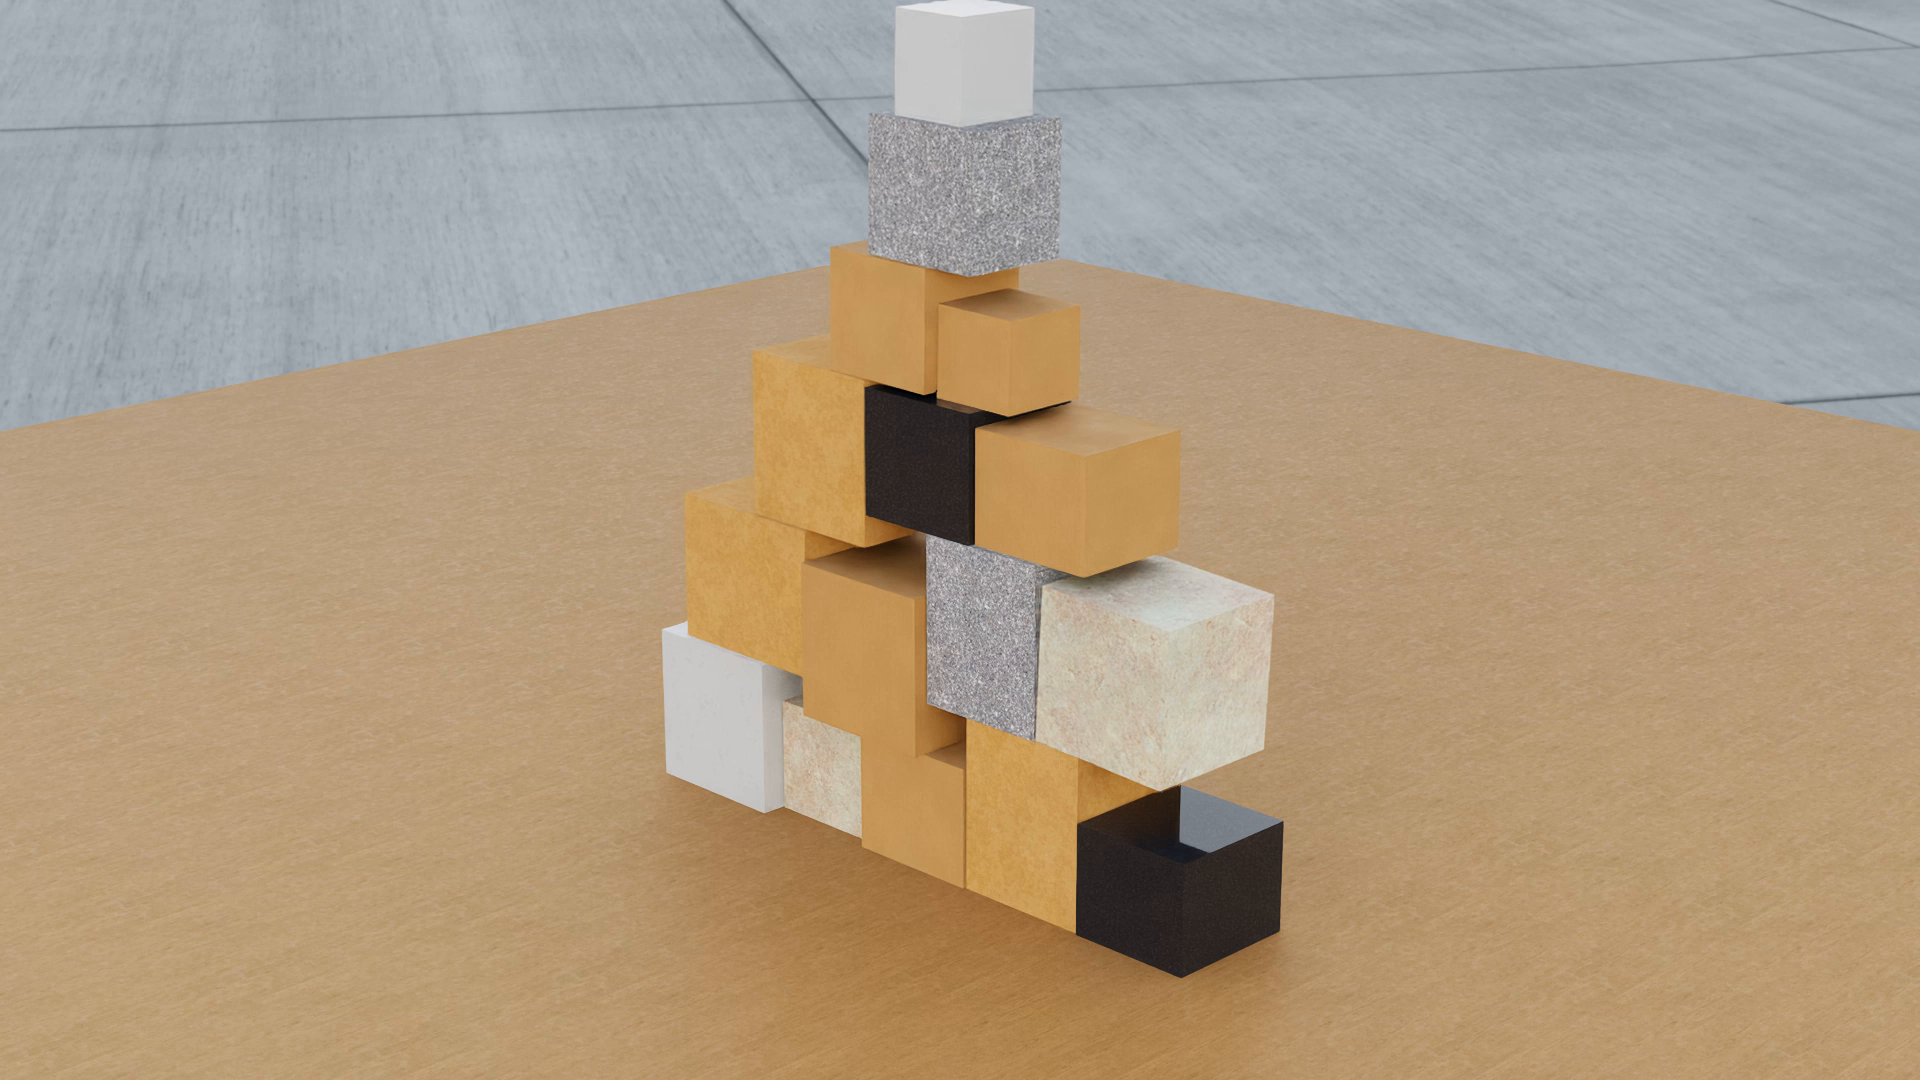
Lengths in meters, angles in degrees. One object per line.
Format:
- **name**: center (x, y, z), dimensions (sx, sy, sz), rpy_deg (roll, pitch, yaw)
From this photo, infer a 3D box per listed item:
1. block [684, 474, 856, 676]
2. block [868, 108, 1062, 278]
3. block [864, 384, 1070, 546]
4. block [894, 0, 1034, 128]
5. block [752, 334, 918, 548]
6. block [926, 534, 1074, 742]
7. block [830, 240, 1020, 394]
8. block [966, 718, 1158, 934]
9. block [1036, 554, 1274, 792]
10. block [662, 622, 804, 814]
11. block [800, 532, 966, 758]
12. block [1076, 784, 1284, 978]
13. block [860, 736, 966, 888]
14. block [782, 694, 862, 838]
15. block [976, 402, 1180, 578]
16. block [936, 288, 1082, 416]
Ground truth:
- **block**: center (-0.768, 0.134, 14.185), dimensions (0.725, 0.721, 0.862), rpy_deg (-17, 24, -42)
- **block**: center (0.019, -1.550, 12.835), dimensions (0.554, 0.625, 0.632), rpy_deg (-17, 25, -42)
- **block**: center (0.035, -0.396, 13.174), dimensions (0.646, 0.599, 0.656), rpy_deg (-17, 24, -42)
- **block**: center (0.019, -2.067, 12.662), dimensions (0.444, 0.465, 0.402), rpy_deg (-17, 25, -42)
- **block**: center (-0.459, -0.492, 13.674), dimensions (0.672, 0.787, 0.752), rpy_deg (-17, 24, -42)
- **block**: center (0.325, 0.355, 13.123), dimensions (0.675, 0.804, 0.666), rpy_deg (-17, 24, -42)
- **block**: center (-0.160, -1.033, 13.159), dimensions (0.590, 0.563, 0.606), rpy_deg (-17, 25, -42)
- **block**: center (0.511, 1.187, 13.191), dimensions (0.685, 0.825, 0.676), rpy_deg (-17, 24, -42)
- **block**: center (0.837, 0.553, 12.655), dimensions (0.684, 0.717, 0.722), rpy_deg (-17, 27, -42)
- **block**: center (-0.925, 0.795, 14.551), dimensions (0.790, 0.757, 0.741), rpy_deg (-17, 24, -42)
- **block**: center (-0.201, 0.465, 13.675), dimensions (0.758, 0.754, 0.755), rpy_deg (-17, 24, -42)
- **block**: center (0.956, 1.474, 12.780), dimensions (0.660, 0.525, 0.610), rpy_deg (-17, 24, -42)
- **block**: center (0.010, 1.164, 13.673), dimensions (0.659, 0.580, 0.671), rpy_deg (-17, 24, -42)
- **block**: center (-0.430, 1.035, 14.133), dimensions (0.582, 0.550, 0.606), rpy_deg (-17, 24, -42)
- **block**: center (0.510, -0.227, 12.746), dimensions (0.607, 0.532, 0.648), rpy_deg (-17, 24, -42)
- **block**: center (0.213, -0.827, 12.840), dimensions (0.443, 0.422, 0.441), rpy_deg (-17, 25, -42)
